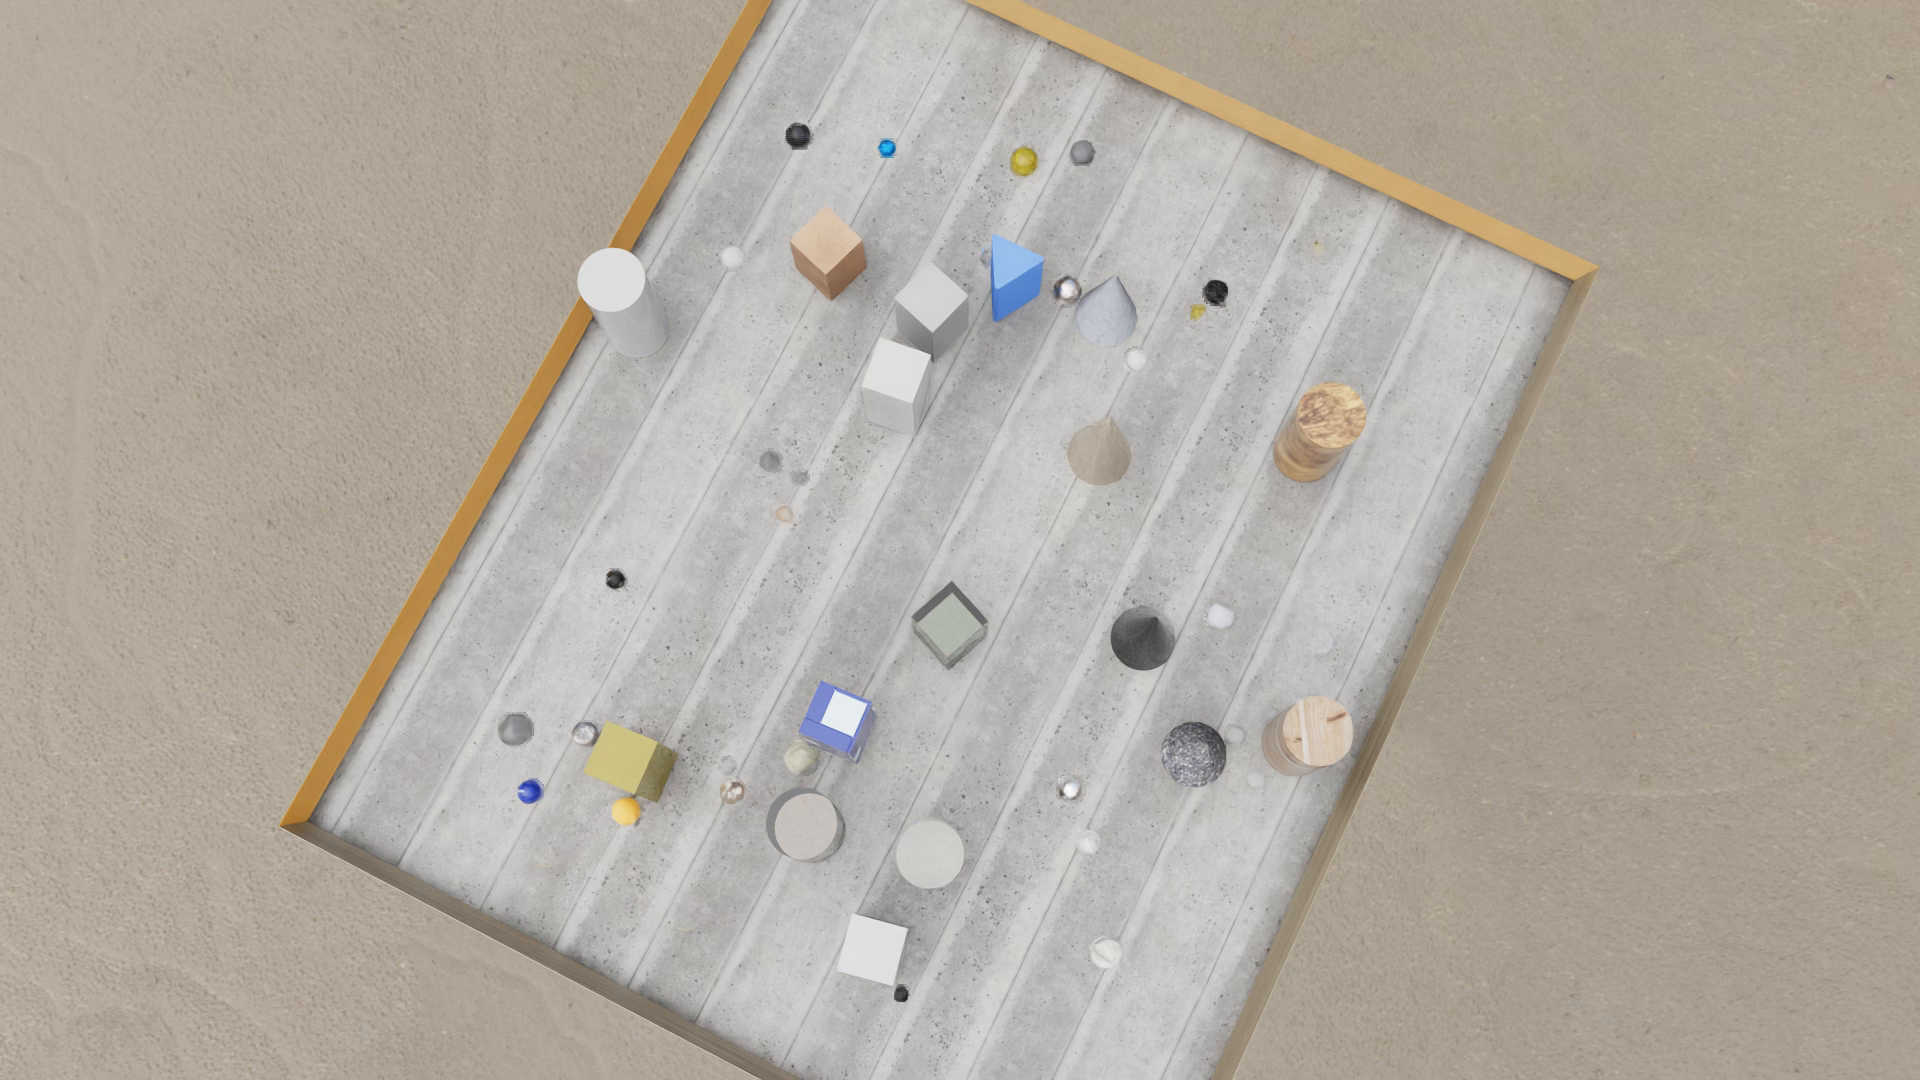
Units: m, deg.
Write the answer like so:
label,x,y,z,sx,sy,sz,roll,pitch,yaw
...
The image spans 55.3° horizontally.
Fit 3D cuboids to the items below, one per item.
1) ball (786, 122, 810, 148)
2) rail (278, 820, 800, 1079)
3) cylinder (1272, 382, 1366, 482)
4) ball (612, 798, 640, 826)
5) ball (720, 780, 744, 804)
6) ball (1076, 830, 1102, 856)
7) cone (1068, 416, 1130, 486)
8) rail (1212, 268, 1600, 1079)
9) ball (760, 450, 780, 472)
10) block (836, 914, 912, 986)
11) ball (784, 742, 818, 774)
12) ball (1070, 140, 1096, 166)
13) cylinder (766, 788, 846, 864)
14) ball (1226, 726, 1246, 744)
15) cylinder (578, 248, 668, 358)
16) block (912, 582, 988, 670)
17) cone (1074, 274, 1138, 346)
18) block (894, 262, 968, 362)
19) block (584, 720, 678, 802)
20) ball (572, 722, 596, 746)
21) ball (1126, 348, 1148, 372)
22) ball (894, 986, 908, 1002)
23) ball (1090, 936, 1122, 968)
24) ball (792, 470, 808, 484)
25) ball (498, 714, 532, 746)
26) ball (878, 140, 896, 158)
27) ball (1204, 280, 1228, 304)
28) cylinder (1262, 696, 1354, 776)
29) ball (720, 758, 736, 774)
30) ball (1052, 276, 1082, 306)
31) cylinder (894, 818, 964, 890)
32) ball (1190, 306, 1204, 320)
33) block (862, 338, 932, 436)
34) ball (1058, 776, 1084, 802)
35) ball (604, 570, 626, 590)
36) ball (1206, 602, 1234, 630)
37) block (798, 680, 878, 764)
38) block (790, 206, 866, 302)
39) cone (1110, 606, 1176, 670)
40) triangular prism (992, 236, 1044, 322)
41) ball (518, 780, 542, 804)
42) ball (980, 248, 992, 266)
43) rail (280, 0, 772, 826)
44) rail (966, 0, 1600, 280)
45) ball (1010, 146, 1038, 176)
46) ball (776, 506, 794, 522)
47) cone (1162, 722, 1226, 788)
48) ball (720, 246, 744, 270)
label,x,y,z,sx,sy,sz,roll,pitch,yaw
ball,-0.516,-1.289,5.841,0.083,0.083,0.083,0,78,0
rail,-0.727,1.431,5.254,2.774,0.128,0.045,26,80,5
cylinder,1.067,-0.316,5.464,0.197,0.427,0.197,0,78,0
ball,-0.987,0.802,5.408,0.083,0.083,0.083,0,78,0
ball,-0.676,0.746,5.424,0.074,0.074,0.074,0,78,0
ball,0.379,0.891,5.393,0.076,0.076,0.076,0,78,0
cone,0.431,-0.309,5.452,0.197,0.447,0.197,0,78,0
rail,1.220,0.604,5.425,0.045,0.128,3.300,26,80,5
ball,-0.584,-0.242,5.634,0.064,0.064,0.064,0,78,0
block,-0.239,1.154,5.178,0.157,0.391,0.157,15,79,3
ball,-0.471,0.646,5.428,0.098,0.098,0.098,0,78,0
ball,0.390,-1.233,5.832,0.079,0.079,0.079,0,78,0
cylinder,-0.438,0.821,5.252,0.197,0.381,0.197,0,78,0
ball,0.823,0.581,5.460,0.058,0.058,0.058,0,78,0
cylinder,-1.012,-0.711,5.538,0.197,0.443,0.197,0,78,0
block,-0.030,0.256,5.413,0.157,0.295,0.157,-41,81,-8
cone,0.459,-0.741,5.570,0.197,0.392,0.197,0,78,0
block,-0.085,-0.693,5.605,0.157,0.303,0.157,43,81,8
block,-0.945,0.643,5.287,0.157,0.384,0.157,22,79,4
ball,-1.119,0.576,5.460,0.072,0.072,0.072,0,78,0
ball,0.550,-0.559,5.696,0.071,0.071,0.071,0,78,0
ball,-0.171,1.320,5.321,0.045,0.045,0.045,0,78,0
ball,0.424,1.196,5.321,0.094,0.094,0.094,0,78,0
ball,-0.492,-0.191,5.633,0.045,0.045,0.045,0,78,0
ball,-1.324,0.564,5.450,0.098,0.098,0.098,0,78,0
ball,-0.233,-1.250,5.847,0.055,0.055,0.055,0,78,0
ball,0.802,-0.778,5.739,0.076,0.076,0.076,0,78,0
cylinder,1.001,0.572,5.304,0.197,0.380,0.197,0,78,0
ball,-0.689,0.672,5.454,0.047,0.047,0.047,0,78,0
ball,0.335,-0.779,5.732,0.090,0.090,0.090,0,78,0
cylinder,-0.086,0.906,5.276,0.197,0.300,0.197,0,78,0
ball,0.745,-0.713,5.743,0.042,0.042,0.042,0,78,0
block,-0.186,-0.456,5.519,0.157,0.375,0.157,19,79,4
ball,0.327,0.739,5.425,0.077,0.077,0.077,0,78,0
ball,-1.047,0.121,5.561,0.060,0.060,0.060,0,78,0
ball,0.786,0.231,5.527,0.083,0.083,0.083,0,78,0
block,-0.350,0.533,5.318,0.157,0.368,0.157,22,79,4
block,-0.407,-0.885,5.675,0.157,0.245,0.157,44,82,8
cone,0.555,0.257,5.356,0.197,0.405,0.197,0,78,0
triangular prism,0.140,-0.823,5.629,0.170,0.310,0.147,-33,80,-6
ball,-1.274,0.746,5.426,0.071,0.071,0.071,0,78,0
ball,0.091,-0.890,5.768,0.053,0.053,0.053,0,78,0
rail,-1.220,-0.590,5.673,0.045,0.128,3.300,26,80,5
rail,0.727,-1.418,5.844,2.774,0.128,0.045,26,80,5
ball,0.204,-1.203,5.819,0.090,0.090,0.090,0,78,0
ball,-0.536,-0.078,5.606,0.052,0.052,0.052,0,78,0
cone,0.700,0.610,5.330,0.197,0.315,0.197,0,78,0
ball,-0.719,-0.887,5.762,0.075,0.075,0.075,0,78,0
